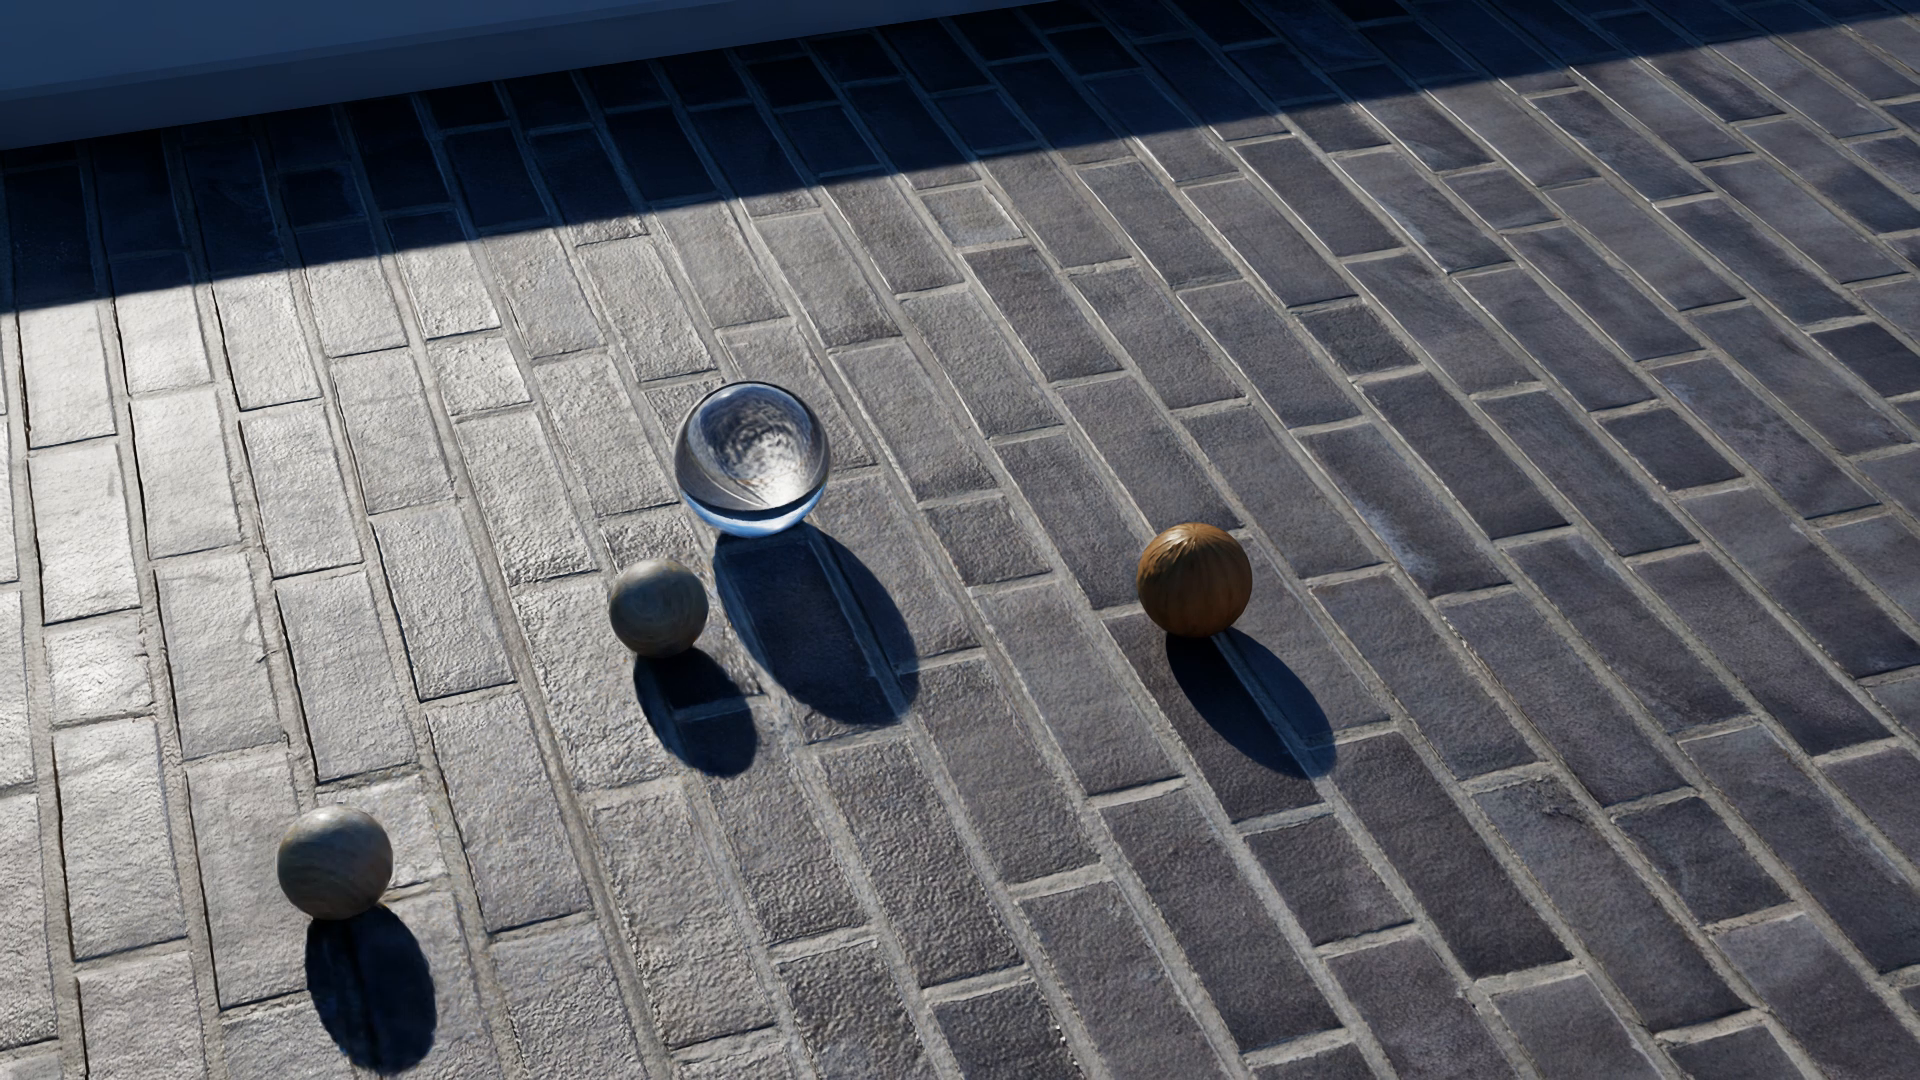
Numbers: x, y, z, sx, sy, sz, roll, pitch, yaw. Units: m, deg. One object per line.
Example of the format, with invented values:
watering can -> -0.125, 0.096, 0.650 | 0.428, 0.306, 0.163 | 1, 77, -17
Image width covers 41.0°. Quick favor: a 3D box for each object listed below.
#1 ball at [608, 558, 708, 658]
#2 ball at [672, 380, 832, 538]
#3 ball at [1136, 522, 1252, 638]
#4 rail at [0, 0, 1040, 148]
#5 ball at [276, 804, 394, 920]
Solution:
ball -> -0.177, 0.040, 1.509 | 0.059, 0.059, 0.059 | 0, 35, 0
ball -> -0.130, -0.050, 1.602 | 0.099, 0.099, 0.099 | 0, 35, 0
ball -> 0.139, 0.024, 1.523 | 0.069, 0.069, 0.069 | 0, 35, 0
rail -> 0.386, -0.583, 2.324 | 2.723, 0.129, 0.045 | -11, 37, -15
ball -> -0.324, 0.167, 1.330 | 0.059, 0.059, 0.059 | 0, 35, 0
